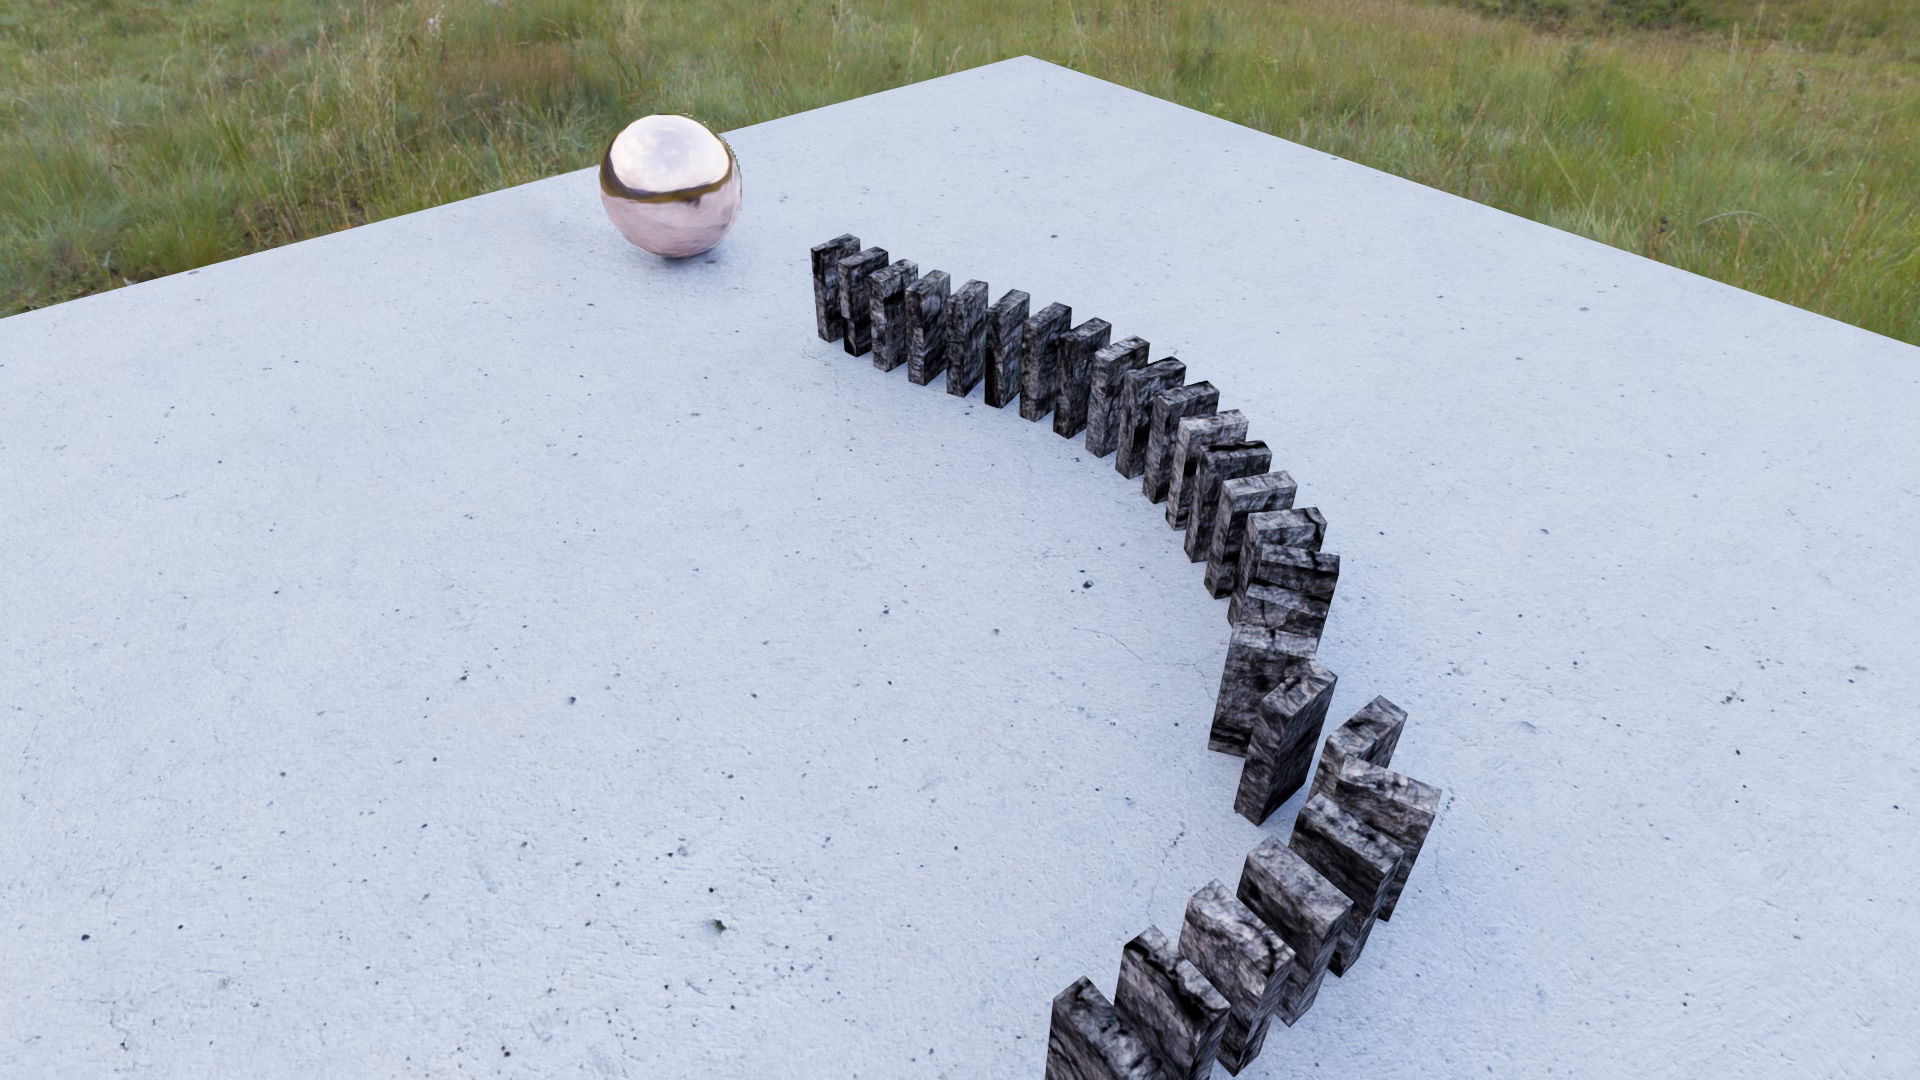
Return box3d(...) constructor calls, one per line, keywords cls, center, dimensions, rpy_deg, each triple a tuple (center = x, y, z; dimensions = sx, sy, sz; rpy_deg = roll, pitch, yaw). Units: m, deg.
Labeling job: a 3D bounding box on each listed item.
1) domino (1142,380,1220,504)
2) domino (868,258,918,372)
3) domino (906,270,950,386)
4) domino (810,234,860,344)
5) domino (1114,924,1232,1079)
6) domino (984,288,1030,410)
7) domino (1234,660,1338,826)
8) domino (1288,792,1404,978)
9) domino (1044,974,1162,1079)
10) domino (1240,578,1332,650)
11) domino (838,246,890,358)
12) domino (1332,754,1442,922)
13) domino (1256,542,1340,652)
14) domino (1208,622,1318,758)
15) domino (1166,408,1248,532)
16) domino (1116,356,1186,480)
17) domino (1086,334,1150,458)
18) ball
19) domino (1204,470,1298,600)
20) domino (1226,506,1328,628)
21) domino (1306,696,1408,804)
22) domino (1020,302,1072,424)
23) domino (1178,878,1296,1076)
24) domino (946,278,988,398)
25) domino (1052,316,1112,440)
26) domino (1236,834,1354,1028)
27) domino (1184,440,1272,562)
box3d(cls="domino", center=(0.092, -0.040, 0.461), dimensions=(0.025, 0.050, 0.010), rpy_deg=(-16, 42, -19))
box3d(cls="domino", center=(-0.032, -0.112, 0.548), dimensions=(0.009, 0.050, 0.025), rpy_deg=(29, 47, 30))
box3d(cls="domino", center=(-0.015, -0.103, 0.538), dimensions=(0.009, 0.050, 0.025), rpy_deg=(21, 44, 24))
box3d(cls="domino", center=(-0.063, -0.130, 0.571), dimensions=(0.009, 0.050, 0.025), rpy_deg=(31, 48, 32))
box3d(cls="domino", center=(0.049, 0.119, 0.267), dimensions=(0.009, 0.050, 0.025), rpy_deg=(-25, 45, -27))
box3d(cls="domino", center=(0.022, -0.090, 0.522), dimensions=(0.010, 0.050, 0.025), rpy_deg=(21, 44, 23))
box3d(cls="domino", center=(0.099, 0.062, 0.335), dimensions=(0.025, 0.050, 0.010), rpy_deg=(-30, 48, -31))
box3d(cls="domino", center=(0.100, 0.094, 0.297), dimensions=(0.009, 0.050, 0.025), rpy_deg=(-29, 48, -31))
box3d(cls="domino", center=(0.032, 0.127, 0.257), dimensions=(0.010, 0.050, 0.025), rpy_deg=(-26, 46, -28))
box3d(cls="domino", center=(0.104, 0.038, 0.366), dimensions=(0.025, 0.050, 0.009), rpy_deg=(18, 43, 21))
box3d(cls="domino", center=(-0.048, -0.121, 0.559), dimensions=(0.009, 0.050, 0.025), rpy_deg=(32, 49, 33))
box3d(cls="domino", center=(0.115, 0.084, 0.308), dimensions=(0.025, 0.050, 0.010), rpy_deg=(19, 43, 22))
box3d(cls="domino", center=(0.113, 0.025, 0.381), dimensions=(0.025, 0.050, 0.009), rpy_deg=(10, 40, 12))
box3d(cls="domino", center=(0.096, 0.050, 0.351), dimensions=(0.025, 0.050, 0.009), rpy_deg=(11, 41, 13))
box3d(cls="domino", center=(0.099, -0.028, 0.445), dimensions=(0.025, 0.050, 0.009), rpy_deg=(-10, 40, -12))
box3d(cls="domino", center=(0.082, -0.052, 0.475), dimensions=(0.025, 0.050, 0.009), rpy_deg=(-21, 44, -24))
box3d(cls="domino", center=(0.070, -0.063, 0.489), dimensions=(0.025, 0.050, 0.009), rpy_deg=(-27, 47, -29))
box3d(cls="ball", center=(-0.168, -0.205, 0.638), dimensions=(0.080, 0.080, 0.080), rpy_deg=(0, 39, 0))
box3d(cls="domino", center=(0.109, -0.001, 0.413), dimensions=(0.025, 0.050, 0.009), rpy_deg=(-10, 40, -12))
box3d(cls="domino", center=(0.114, 0.012, 0.397), dimensions=(0.025, 0.050, 0.010), rpy_deg=(-6, 40, -7))
box3d(cls="domino", center=(0.115, 0.071, 0.324), dimensions=(0.025, 0.050, 0.009), rpy_deg=(-28, 47, -29))
box3d(cls="domino", center=(0.040, -0.082, 0.512), dimensions=(0.010, 0.050, 0.025), rpy_deg=(27, 47, 29))
box3d(cls="domino", center=(0.067, 0.111, 0.276), dimensions=(0.009, 0.050, 0.025), rpy_deg=(-25, 46, -28))
box3d(cls="domino", center=(0.004, -0.097, 0.530), dimensions=(0.009, 0.050, 0.025), rpy_deg=(19, 43, 21))
box3d(cls="domino", center=(0.055, -0.073, 0.501), dimensions=(0.025, 0.050, 0.009), rpy_deg=(-32, 49, -33))
box3d(cls="domino", center=(0.084, 0.102, 0.286), dimensions=(0.010, 0.050, 0.025), rpy_deg=(-27, 46, -29))
box3d(cls="domino", center=(0.104, -0.015, 0.429), dimensions=(0.025, 0.050, 0.009), rpy_deg=(-7, 40, -8))
